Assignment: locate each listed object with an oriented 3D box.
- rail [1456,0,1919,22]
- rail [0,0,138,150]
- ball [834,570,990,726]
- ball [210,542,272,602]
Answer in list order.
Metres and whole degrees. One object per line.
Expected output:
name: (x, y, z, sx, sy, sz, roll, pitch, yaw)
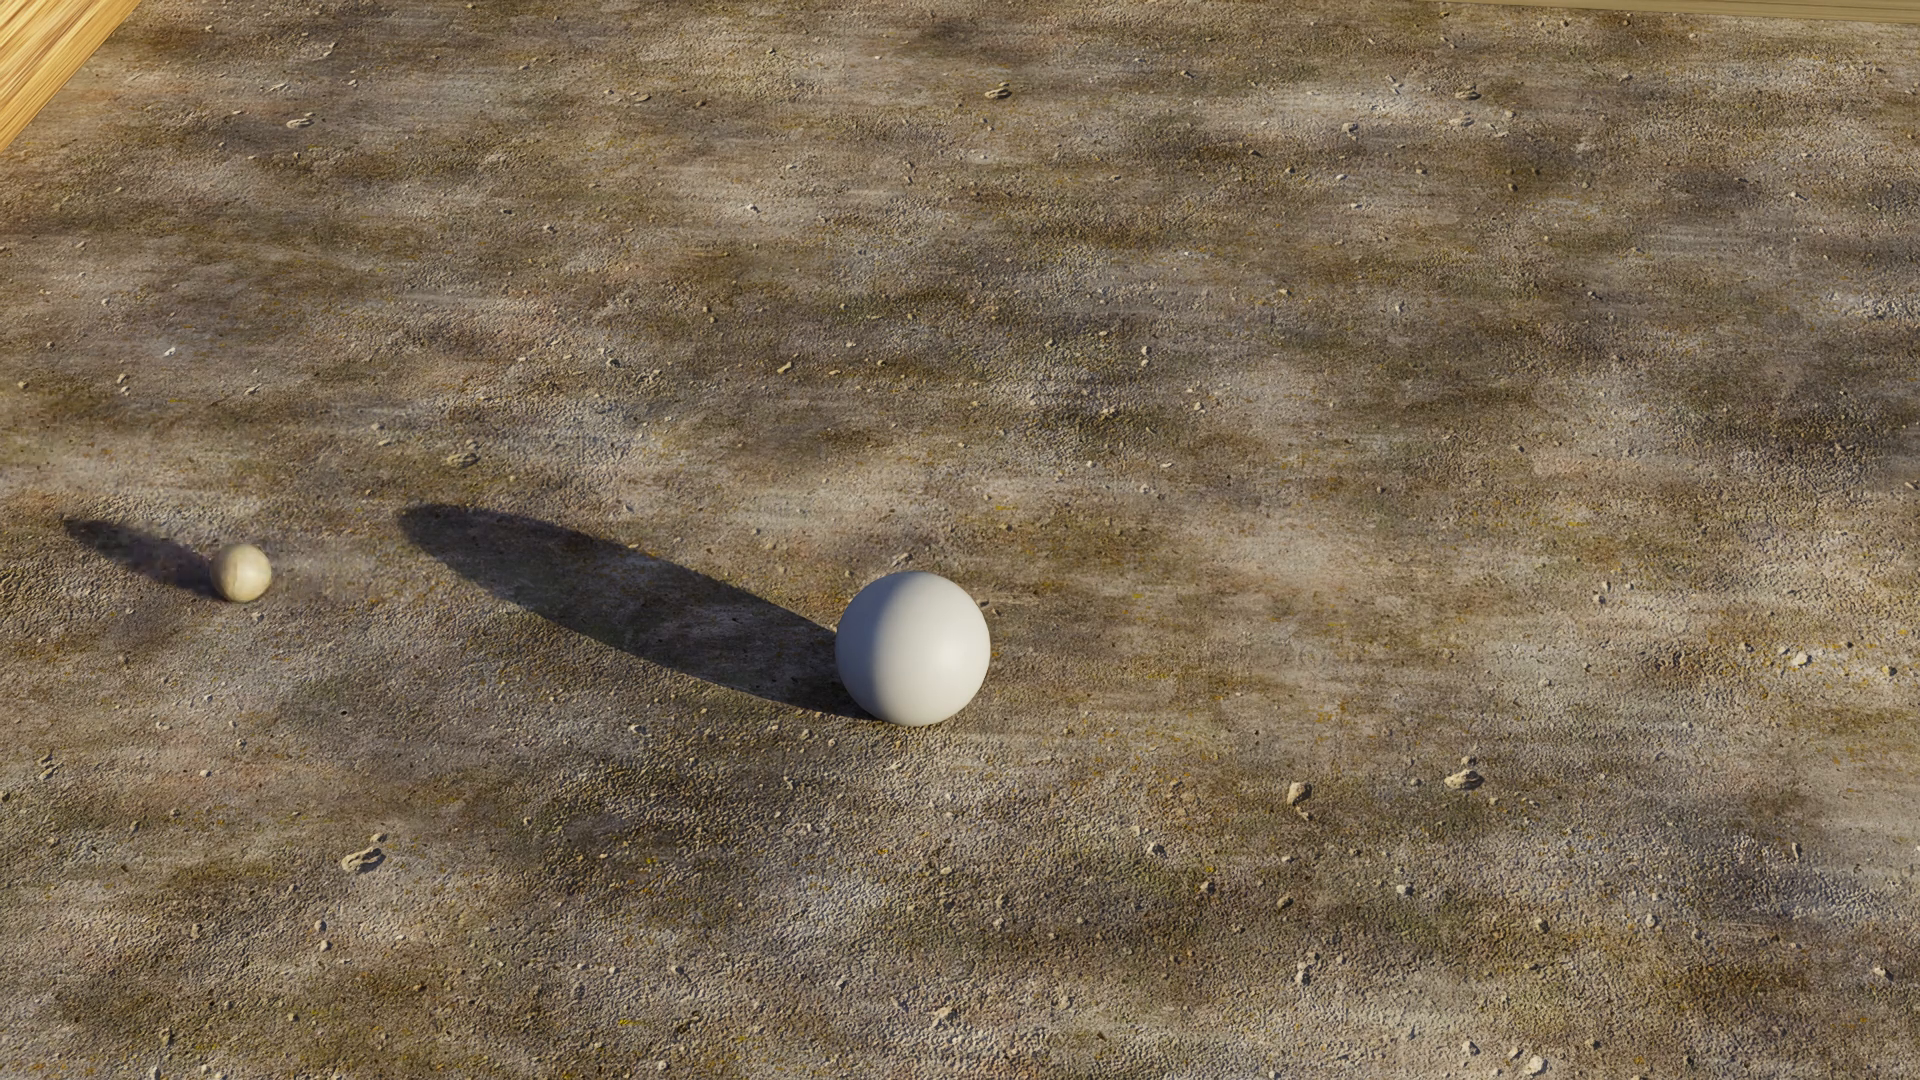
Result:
rail: (1.049, -0.547, 2.480, 3.752, 0.130, 0.045, 4, 36, 5)
rail: (-0.908, -0.086, 1.831, 0.045, 0.130, 2.080, 4, 36, 5)
ball: (-0.030, 0.069, 1.640, 0.100, 0.100, 0.100, 0, 35, 0)
ball: (-0.493, 0.022, 1.757, 0.041, 0.041, 0.041, 0, 35, 0)
